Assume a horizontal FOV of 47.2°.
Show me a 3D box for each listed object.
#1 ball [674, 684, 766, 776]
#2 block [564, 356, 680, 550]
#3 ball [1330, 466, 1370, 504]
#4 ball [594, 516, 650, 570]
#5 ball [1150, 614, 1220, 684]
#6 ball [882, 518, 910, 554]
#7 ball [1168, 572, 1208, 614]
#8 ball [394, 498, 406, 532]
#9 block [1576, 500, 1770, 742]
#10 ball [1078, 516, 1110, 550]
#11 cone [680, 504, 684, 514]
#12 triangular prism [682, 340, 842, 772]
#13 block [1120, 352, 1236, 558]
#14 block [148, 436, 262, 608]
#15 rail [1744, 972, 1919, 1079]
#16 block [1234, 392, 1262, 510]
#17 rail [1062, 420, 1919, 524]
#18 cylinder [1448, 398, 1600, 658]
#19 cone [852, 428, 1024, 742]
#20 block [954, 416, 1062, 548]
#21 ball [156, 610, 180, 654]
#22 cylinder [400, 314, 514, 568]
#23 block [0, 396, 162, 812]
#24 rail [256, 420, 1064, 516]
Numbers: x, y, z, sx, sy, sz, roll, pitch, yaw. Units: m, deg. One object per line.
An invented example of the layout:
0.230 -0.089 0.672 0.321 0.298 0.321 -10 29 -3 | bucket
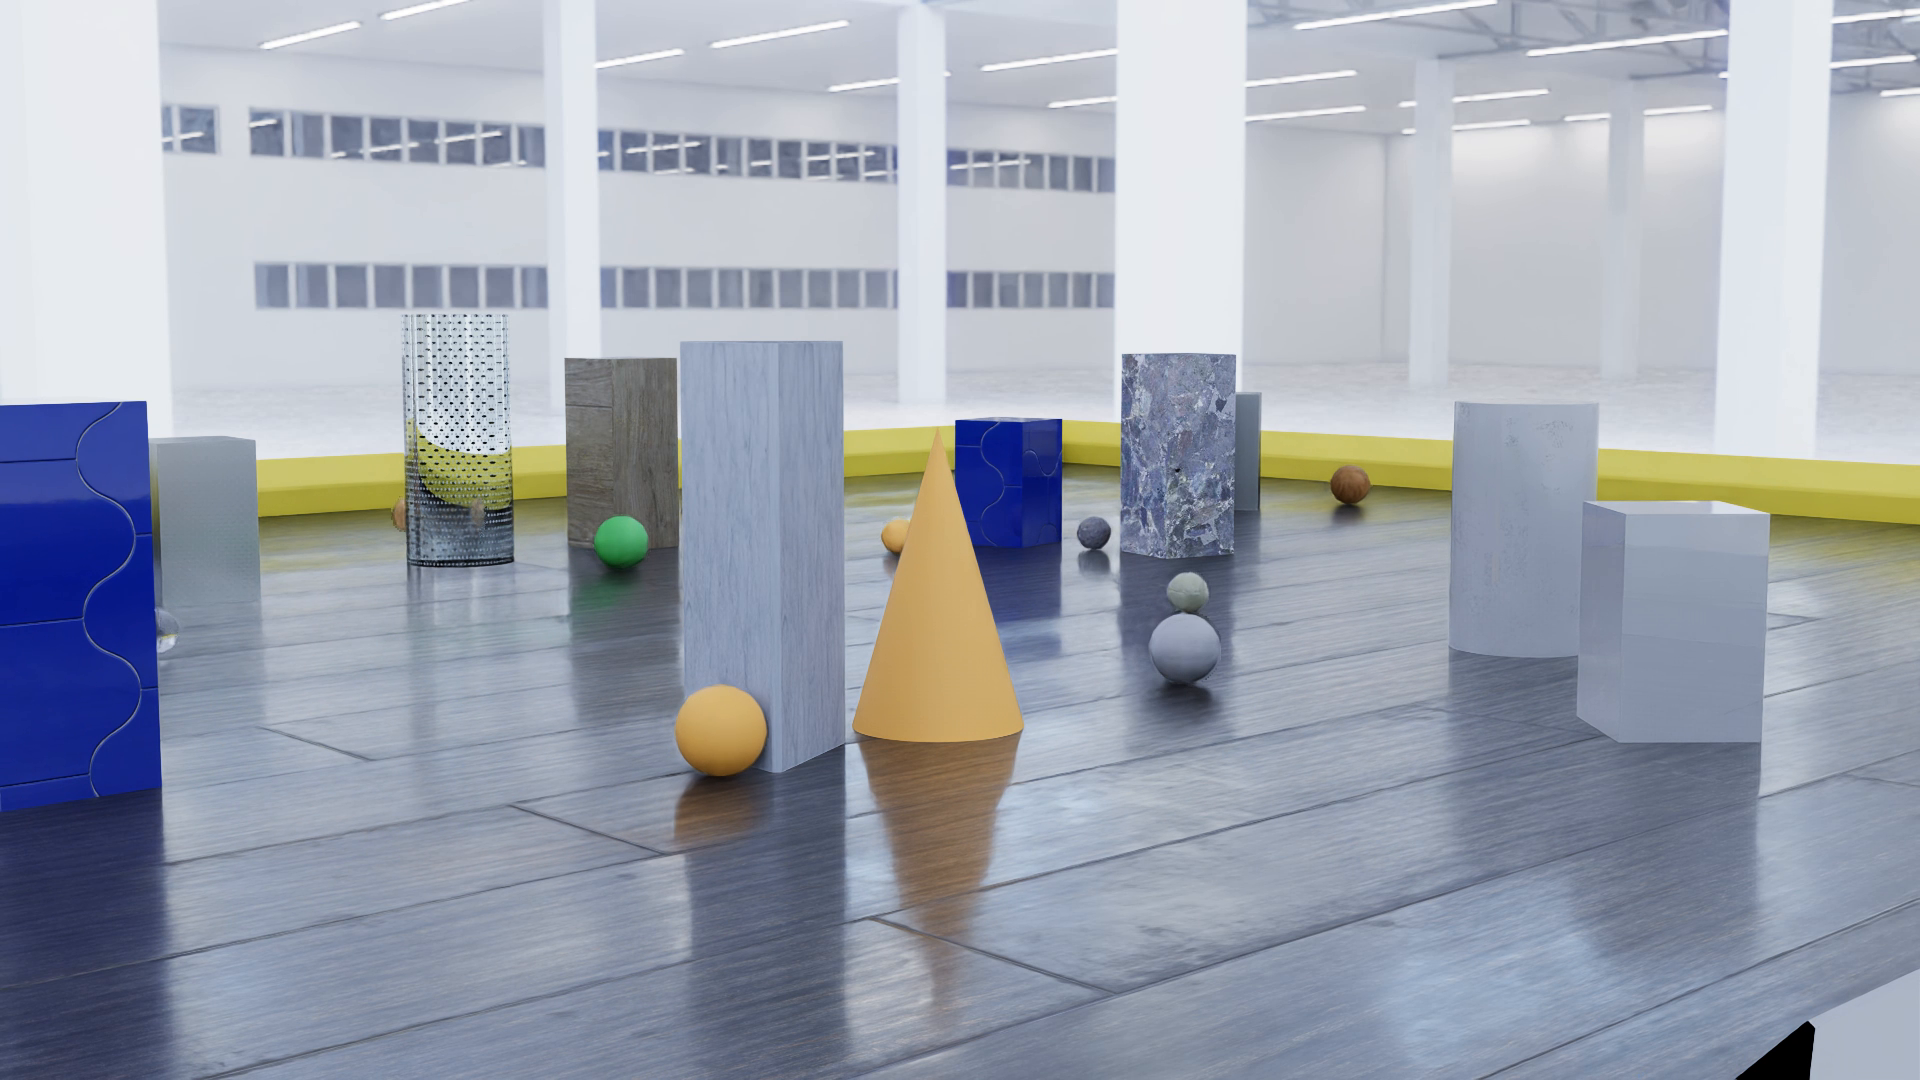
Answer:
-0.227 0.181 2.090 0.087 0.087 0.087 0 6 0 | ball
-0.626 -0.163 4.076 0.147 0.349 0.147 -6 8 -44 | block
0.879 -0.125 4.951 0.088 0.088 0.088 0 6 0 | ball
-0.572 0.005 3.722 0.091 0.091 0.091 0 6 0 | ball
0.266 0.128 2.602 0.083 0.083 0.083 0 6 0 | ball
-0.110 -0.007 3.957 0.064 0.064 0.064 0 6 0 | ball
0.331 0.076 3.197 0.059 0.059 0.059 0 6 0 | ball
-1.079 -0.050 4.328 0.072 0.072 0.072 0 6 0 | ball
0.746 0.083 2.312 0.147 0.235 0.147 0 6 -1 | block
0.246 -0.013 4.027 0.061 0.061 0.061 0 6 0 | ball
-0.512 -0.236 4.744 0.184 0.353 0.184 0 6 0 | cone
-0.173 0.008 2.188 0.138 0.409 0.159 -5 8 -40 | triangular prism
0.392 -0.156 3.967 0.147 0.358 0.147 -3 7 -29 | block
-1.165 -0.031 3.342 0.147 0.243 0.147 -5 8 -37 | block
1.329 0.184 1.900 4.461 0.119 0.045 -6 8 -42 | rail
0.590 -0.199 4.874 0.147 0.253 0.147 1 6 10 | block
1.622 -0.127 4.821 0.045 0.119 3.966 -6 8 -42 | rail
0.734 -0.020 2.867 0.184 0.322 0.184 0 6 0 | cylinder
-0.023 0.039 2.326 0.184 0.319 0.184 0 6 0 | cone
0.092 -0.112 4.147 0.147 0.232 0.147 4 7 32 | block
-1.031 0.118 2.818 0.058 0.058 0.058 0 6 0 | ball
-0.872 -0.176 3.819 0.184 0.430 0.184 0 6 0 | cylinder
-0.846 0.051 2.026 0.147 0.358 0.147 -6 8 -44 | block
-1.329 -0.121 4.764 4.461 0.119 0.045 -6 8 -42 | rail
